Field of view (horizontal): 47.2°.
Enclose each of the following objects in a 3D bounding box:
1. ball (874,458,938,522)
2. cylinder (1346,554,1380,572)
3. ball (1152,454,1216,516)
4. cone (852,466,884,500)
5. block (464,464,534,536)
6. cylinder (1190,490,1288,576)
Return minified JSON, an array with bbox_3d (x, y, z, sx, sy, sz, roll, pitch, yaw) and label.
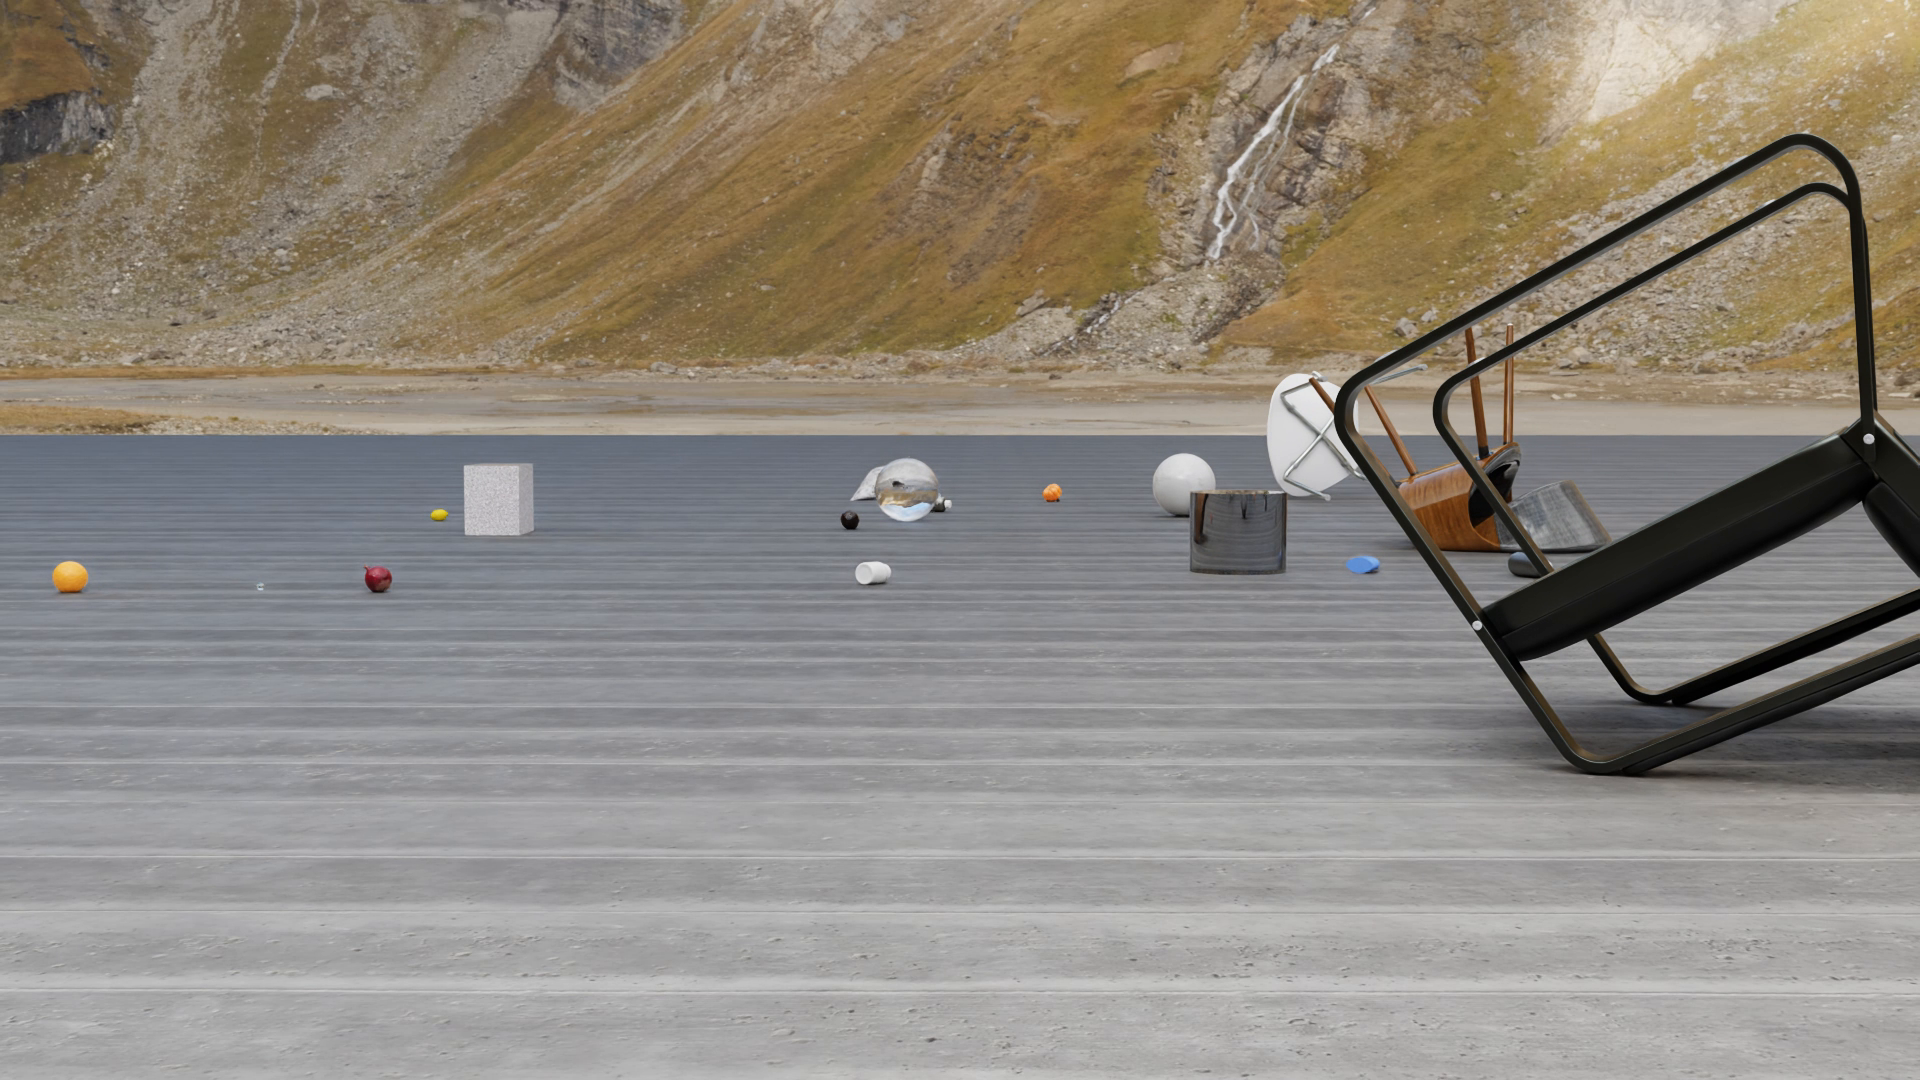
[{"bbox_3d":[-0.181,-0.170,7.443,0.217,0.217,0.217,0,4,0],"label":"ball"},{"bbox_3d":[0.989,0.060,5.395,0.066,0.038,0.061,11,-6,34],"label":"cylinder"},{"bbox_3d":[0.789,-0.194,7.748,0.223,0.223,0.223,0,4,0],"label":"ball"},{"bbox_3d":[-0.362,-0.199,8.973,0.233,0.127,0.339,9,19,26],"label":"cone"},{"bbox_3d":[-1.439,-0.129,6.867,0.168,0.213,0.219,0,4,0],"label":"block"},{"bbox_3d":[0.685,-0.020,5.413,0.240,0.196,0.221,2,4,28],"label":"cylinder"}]
